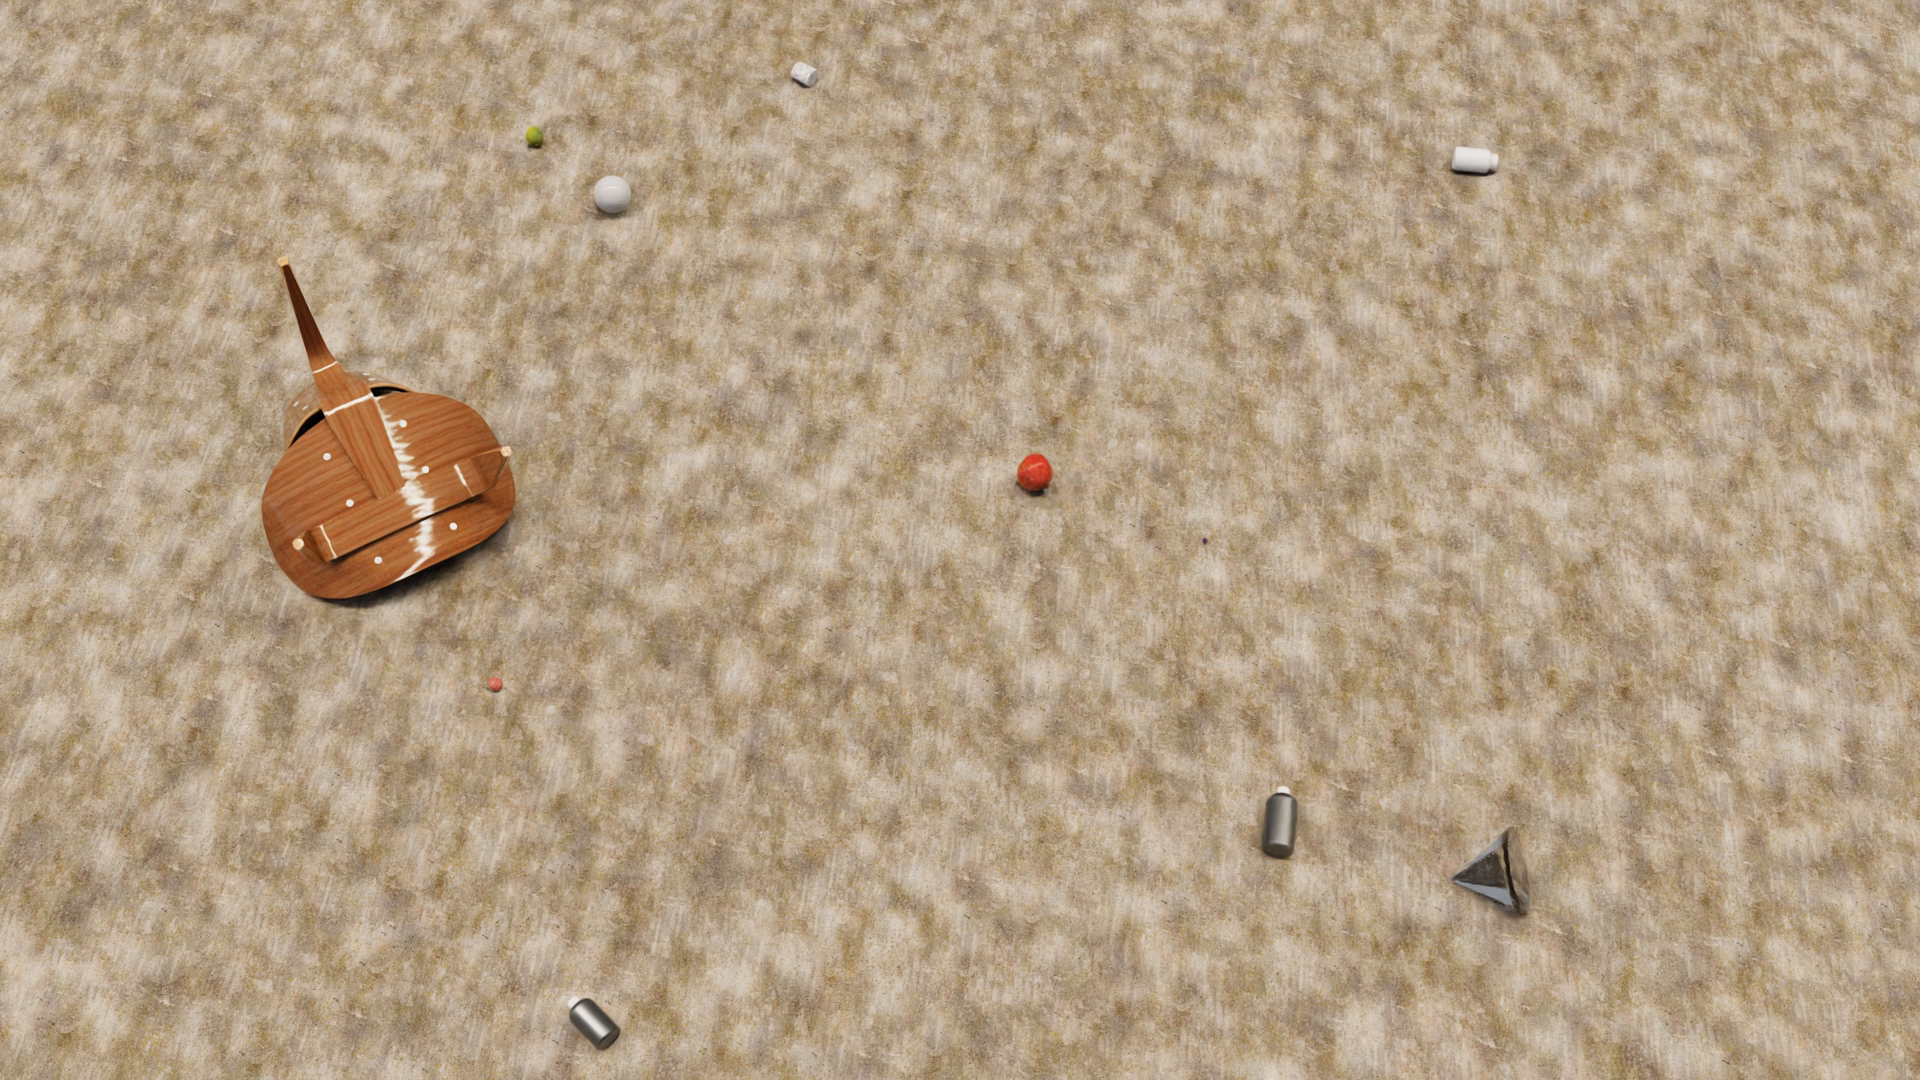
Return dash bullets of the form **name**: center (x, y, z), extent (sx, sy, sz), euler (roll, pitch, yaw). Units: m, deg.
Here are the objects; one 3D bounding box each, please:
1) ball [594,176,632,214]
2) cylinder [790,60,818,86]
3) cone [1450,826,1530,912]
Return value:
- **ball**: center (-1.148, -1.142, 7.266), extent (0.124, 0.124, 0.124), euler (0, 56, 0)
- **cylinder**: center (-0.539, -1.617, 7.627), extent (0.071, 0.052, 0.066), euler (34, 78, 16)
- **cone**: center (1.410, 0.901, 5.916), extent (0.189, 0.197, 0.237), euler (-14, 59, 25)
